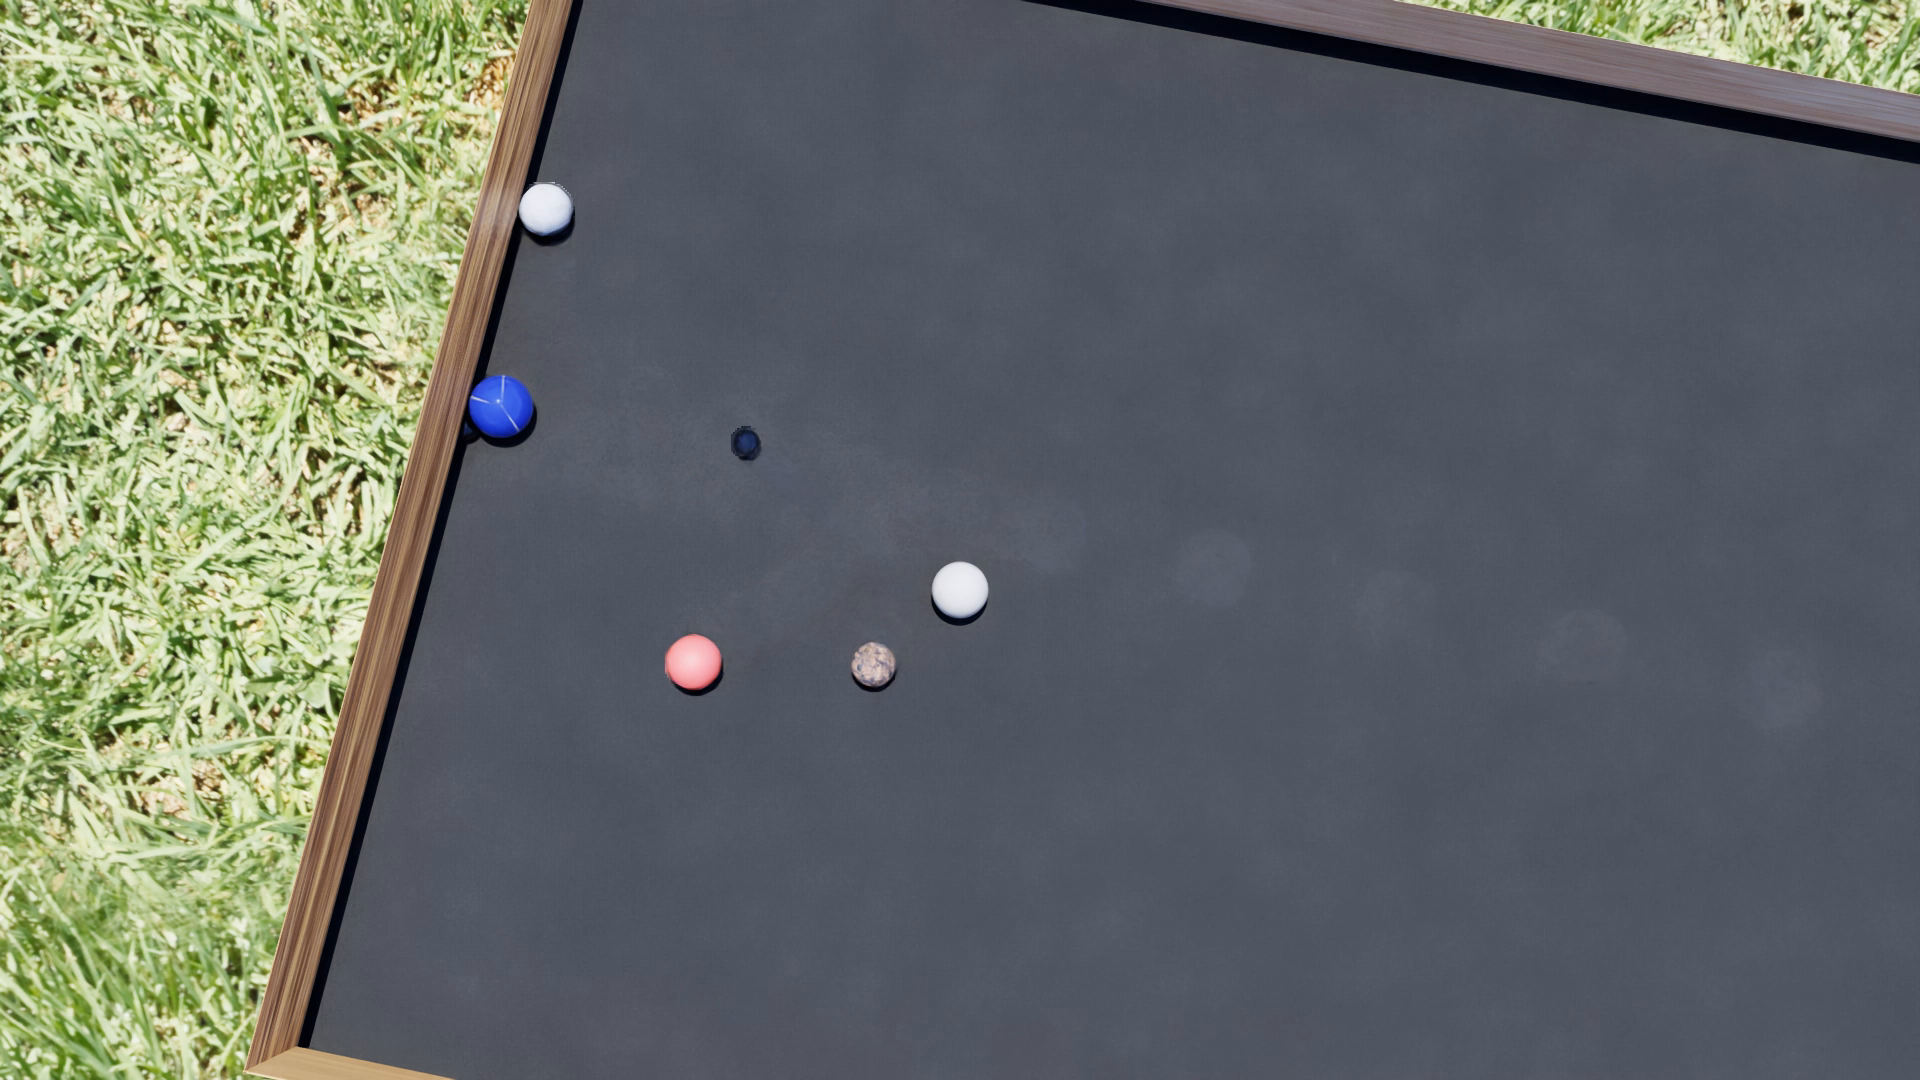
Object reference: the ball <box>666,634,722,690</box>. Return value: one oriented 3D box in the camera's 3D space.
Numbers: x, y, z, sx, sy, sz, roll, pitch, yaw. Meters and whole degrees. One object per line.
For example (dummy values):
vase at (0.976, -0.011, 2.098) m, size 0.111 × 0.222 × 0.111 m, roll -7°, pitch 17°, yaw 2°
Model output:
ball at (-0.396, 0.182, 3.277) m, size 0.082 × 0.082 × 0.082 m, roll 0°, pitch 76°, yaw 0°

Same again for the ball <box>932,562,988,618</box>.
ball at (0.000, 0.075, 3.301) m, size 0.086 × 0.086 × 0.086 m, roll 0°, pitch 76°, yaw 0°

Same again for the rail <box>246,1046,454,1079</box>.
rail at (0.624, 1.045, 3.044) m, size 3.294 × 0.126 × 0.045 m, roll 11°, pitch 77°, yaw 3°

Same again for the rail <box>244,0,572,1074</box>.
rail at (-0.784, -0.159, 3.336) m, size 0.045 × 0.126 × 1.927 m, roll 11°, pitch 77°, yaw 3°

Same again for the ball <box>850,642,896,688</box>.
ball at (-0.129, 0.186, 3.283) m, size 0.067 × 0.067 × 0.067 m, roll 0°, pitch 76°, yaw 0°

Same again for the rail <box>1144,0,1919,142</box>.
rail at (0.991, -0.746, 3.478) m, size 3.294 × 0.126 × 0.045 m, roll 11°, pitch 77°, yaw 3°

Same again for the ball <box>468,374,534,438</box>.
ball at (-0.702, -0.204, 3.362) m, size 0.097 × 0.097 × 0.097 m, roll 0°, pitch 76°, yaw 0°

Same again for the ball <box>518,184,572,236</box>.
ball at (-0.649, -0.517, 3.446) m, size 0.083 × 0.083 × 0.083 m, roll 0°, pitch 76°, yaw 0°

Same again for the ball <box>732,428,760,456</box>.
ball at (-0.328, -0.149, 3.377) m, size 0.043 × 0.043 × 0.043 m, roll 0°, pitch 76°, yaw 0°

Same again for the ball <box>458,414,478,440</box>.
ball at (-0.760, -0.174, 3.385) m, size 0.040 × 0.040 × 0.040 m, roll 0°, pitch 76°, yaw 0°
